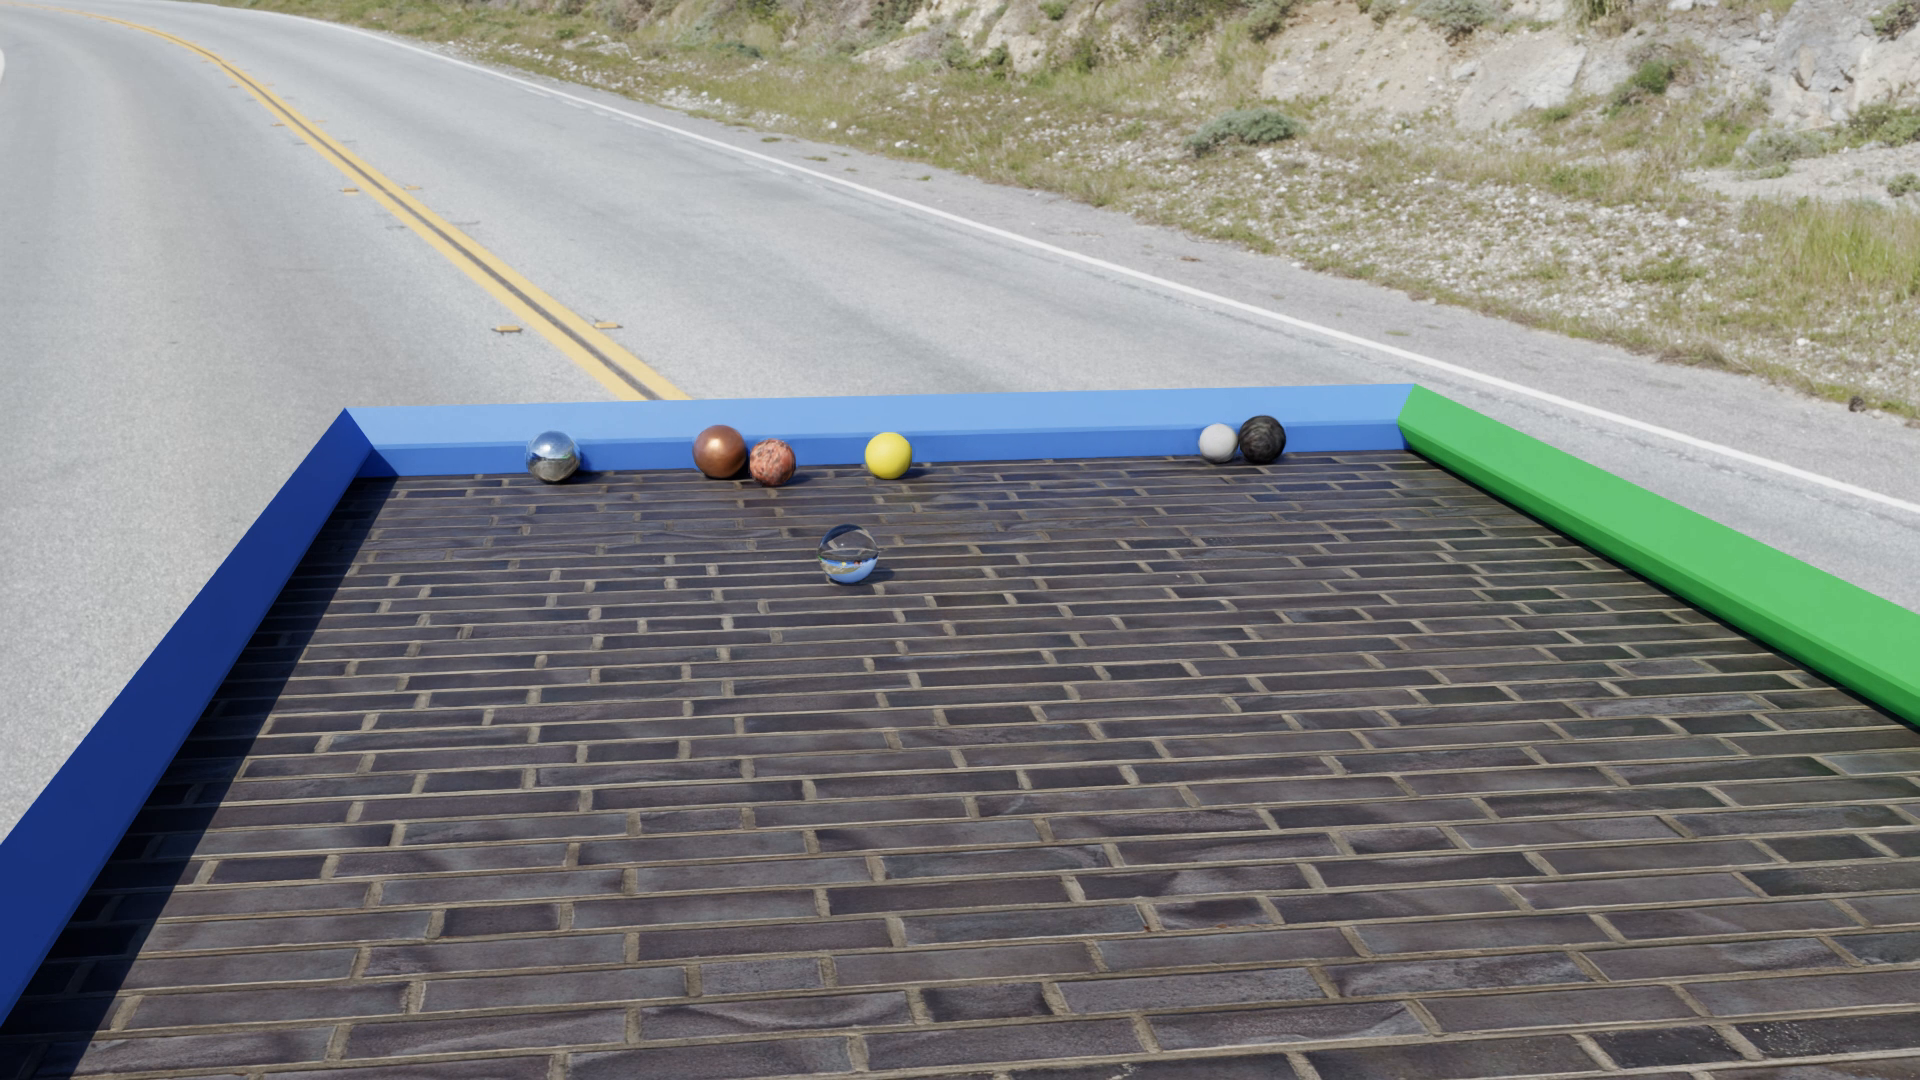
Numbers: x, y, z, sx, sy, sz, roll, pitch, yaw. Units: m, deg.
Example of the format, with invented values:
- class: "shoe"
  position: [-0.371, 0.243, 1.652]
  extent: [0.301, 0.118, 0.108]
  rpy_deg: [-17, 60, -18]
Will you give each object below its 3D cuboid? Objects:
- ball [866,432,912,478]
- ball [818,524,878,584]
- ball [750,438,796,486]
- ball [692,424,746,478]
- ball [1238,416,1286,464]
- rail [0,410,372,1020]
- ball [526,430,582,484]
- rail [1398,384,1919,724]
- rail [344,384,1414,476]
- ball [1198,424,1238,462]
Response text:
- class: "ball"
  position: [-0.111, -0.132, 3.430]
  extent: [0.074, 0.074, 0.074]
  rpy_deg: [0, 13, 0]
- class: "ball"
  position: [-0.142, 0.017, 2.784]
  extent: [0.076, 0.076, 0.076]
  rpy_deg: [0, 13, 0]
- class: "ball"
  position: [-0.287, -0.119, 3.378]
  extent: [0.073, 0.073, 0.073]
  rpy_deg: [0, 13, 0]
- class: "ball"
  position: [-0.375, -0.138, 3.431]
  extent: [0.084, 0.084, 0.084]
  rpy_deg: [0, 13, 0]
- class: "ball"
  position: [0.488, -0.163, 3.555]
  extent: [0.077, 0.077, 0.077]
  rpy_deg: [0, 13, 0]
- class: "rail"
  position: [-0.735, 0.172, 2.039]
  extent: [0.045, 0.109, 2.898]
  rpy_deg: [-2, 13, -8]
- class: "ball"
  position: [-0.627, -0.129, 3.396]
  extent: [0.083, 0.083, 0.083]
  rpy_deg: [0, 13, 0]
- class: "rail"
  position: [0.936, 0.119, 2.268]
  extent: [0.045, 0.109, 2.898]
  rpy_deg: [-2, 13, -8]
- class: "rail"
  position: [-0.097, -0.174, 3.528]
  extent: [1.734, 0.109, 0.045]
  rpy_deg: [-2, 13, -8]
- class: "ball"
  position: [0.418, -0.157, 3.557]
  extent: [0.064, 0.064, 0.064]
  rpy_deg: [0, 13, 0]
